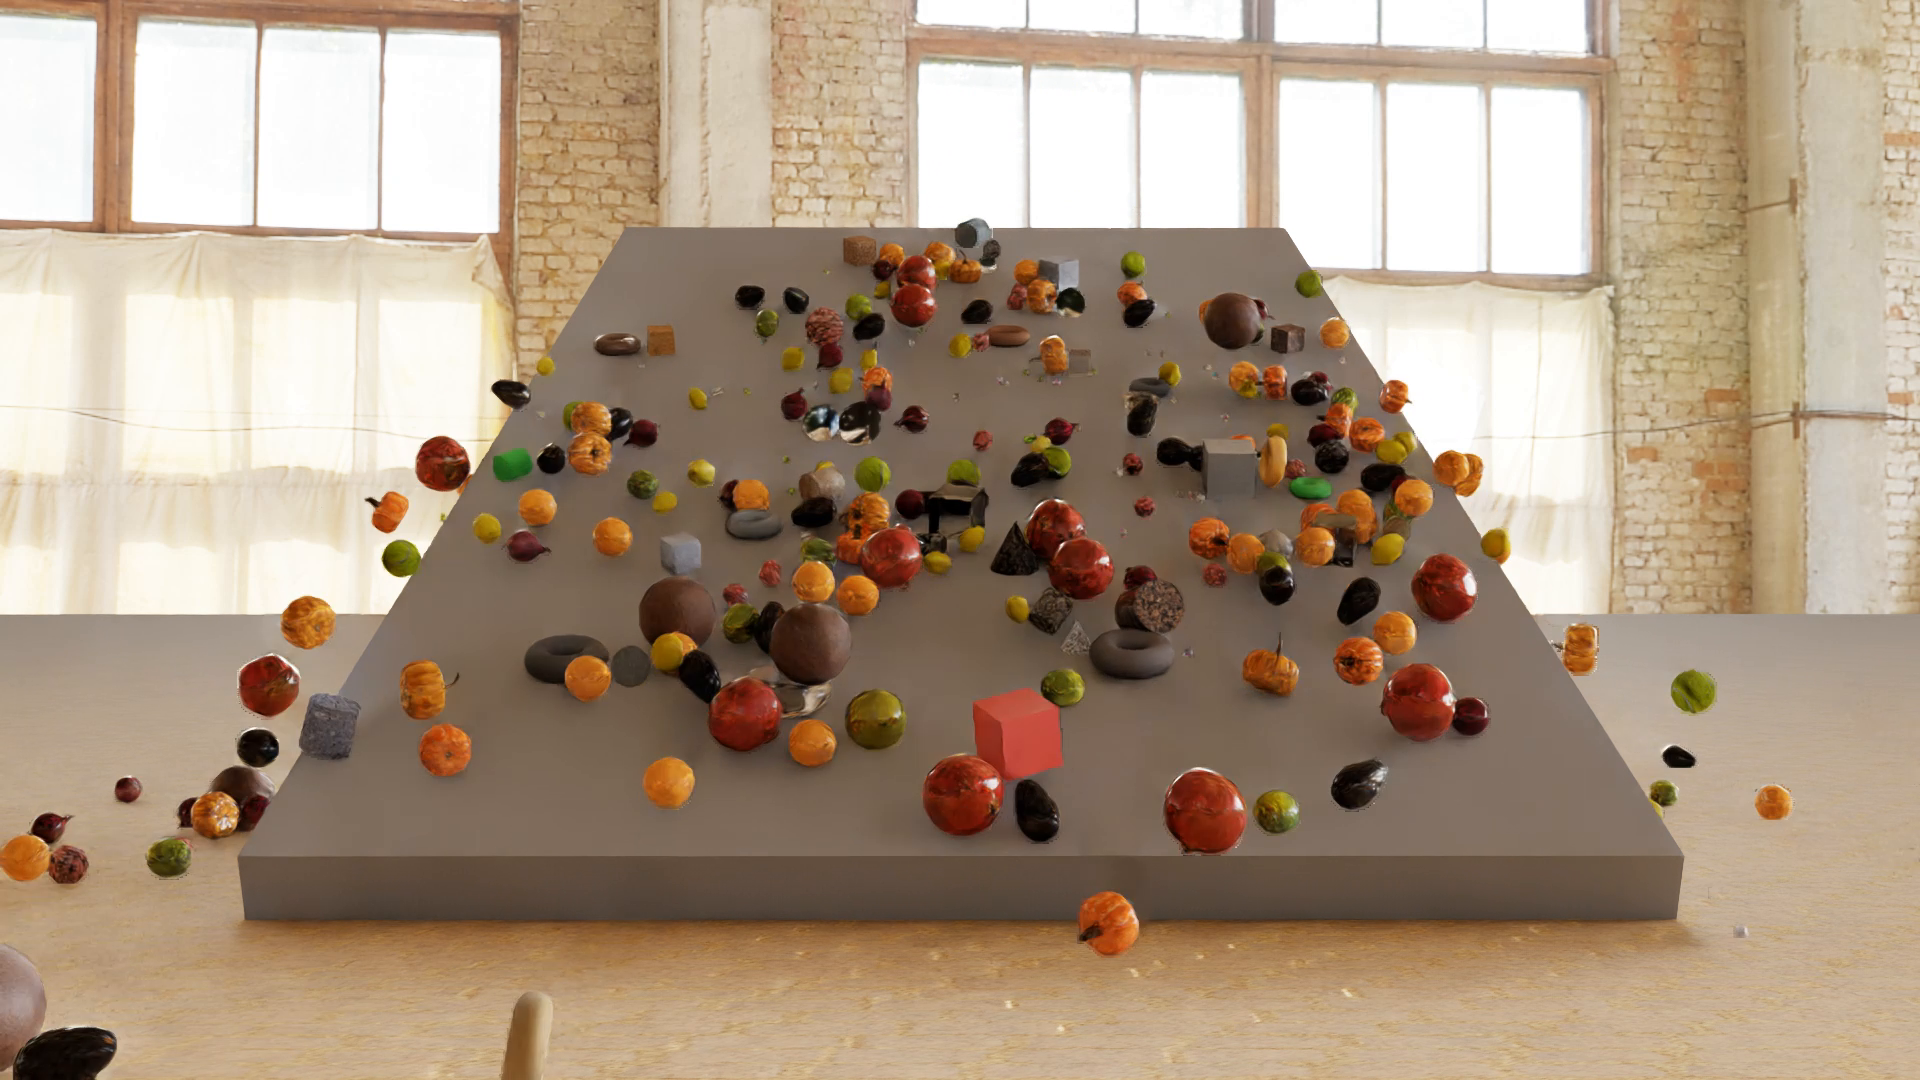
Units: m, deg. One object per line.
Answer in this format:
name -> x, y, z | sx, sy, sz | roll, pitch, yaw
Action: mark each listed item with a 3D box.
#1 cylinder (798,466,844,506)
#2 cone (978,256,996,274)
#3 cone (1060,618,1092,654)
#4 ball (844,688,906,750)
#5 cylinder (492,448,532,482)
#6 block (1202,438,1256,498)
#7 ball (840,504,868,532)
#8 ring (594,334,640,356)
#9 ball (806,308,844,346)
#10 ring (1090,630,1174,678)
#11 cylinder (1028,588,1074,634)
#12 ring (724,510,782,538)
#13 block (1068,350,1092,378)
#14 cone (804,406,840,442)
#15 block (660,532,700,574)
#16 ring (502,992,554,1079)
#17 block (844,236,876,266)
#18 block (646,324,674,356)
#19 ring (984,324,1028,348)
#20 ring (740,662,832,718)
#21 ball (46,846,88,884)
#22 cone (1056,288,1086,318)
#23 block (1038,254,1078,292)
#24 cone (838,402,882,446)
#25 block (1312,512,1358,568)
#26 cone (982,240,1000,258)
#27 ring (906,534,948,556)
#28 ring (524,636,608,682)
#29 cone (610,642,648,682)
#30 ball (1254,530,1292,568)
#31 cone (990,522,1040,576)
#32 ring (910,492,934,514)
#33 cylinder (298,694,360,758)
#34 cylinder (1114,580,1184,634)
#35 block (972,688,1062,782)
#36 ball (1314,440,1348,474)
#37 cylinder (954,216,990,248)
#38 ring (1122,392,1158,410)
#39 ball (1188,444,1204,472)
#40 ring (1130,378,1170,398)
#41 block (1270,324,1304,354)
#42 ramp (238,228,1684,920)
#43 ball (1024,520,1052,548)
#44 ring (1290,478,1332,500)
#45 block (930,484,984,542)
cylinder -> -0.275, -0.108, 4.518 | 0.065, 0.065, 0.065 | -19, 12, -42
cone -> 0.079, -0.765, 6.360 | 0.050, 0.050, 0.050 | 0, -7, 9
cone -> 0.197, 0.157, 3.819 | 0.054, 0.054, 0.054 | 0, 20, 0
ball -> -0.128, 0.272, 3.447 | 0.094, 0.094, 0.094 | 0, -2, 0
cylinder -> -0.916, -0.154, 4.646 | 0.057, 0.057, 0.057 | -2, 16, 46
block -> 0.541, -0.144, 4.576 | 0.095, 0.095, 0.095 | 0, 20, 0
ball -> -0.204, -0.043, 4.354 | 0.056, 0.056, 0.056 | 0, -2, 0
ring -> -0.838, -0.478, 5.559 | 0.113, 0.038, 0.113 | 1, 19, 0
ball -> -0.333, -0.523, 5.582 | 0.095, 0.095, 0.095 | 0, -2, 0
ring -> 0.285, 0.187, 3.750 | 0.139, 0.046, 0.139 | 0, 20, 0
cylinder -> 0.155, 0.121, 3.868 | 0.057, 0.057, 0.057 | 30, -24, 15
ring -> -0.397, -0.030, 4.348 | 0.110, 0.037, 0.110 | 1, 17, 0
block -> 0.283, -0.417, 5.376 | 0.052, 0.052, 0.052 | 2, 20, 5
cone -> -0.295, -0.248, 4.938 | 0.080, 0.080, 0.080 | 0, -7, 6
block -> -0.515, 0.023, 4.177 | 0.054, 0.054, 0.054 | -14, 24, -33
ring -> -0.376, 0.444, 1.974 | 0.034, 0.102, 0.102 | 10, -3, -8
block -> -0.283, -0.819, 6.438 | 0.069, 0.069, 0.069 | -14, 24, -33
block -> -0.732, -0.487, 5.549 | 0.060, 0.060, 0.060 | -5, 21, -13
ring -> 0.116, -0.507, 5.640 | 0.111, 0.037, 0.111 | -1, 21, 0
ring -> -0.277, 0.237, 3.608 | 0.145, 0.048, 0.145 | 1, 22, 0
ball -> -1.407, 0.512, 3.580 | 0.061, 0.061, 0.061 | 0, -2, 0
cone -> 0.276, -0.608, 5.917 | 0.080, 0.080, 0.080 | 0, -7, -15
block -> 0.267, -0.726, 6.177 | 0.077, 0.077, 0.077 | -18, 27, -41
cone -> -0.203, -0.243, 4.915 | 0.096, 0.096, 0.096 | 0, -7, 14
block -> 0.696, -0.001, 4.216 | 0.076, 0.076, 0.076 | 5, 21, 13
cone -> 0.103, -0.825, 6.517 | 0.057, 0.057, 0.057 | -1, -10, 29
ring -> -0.062, 0.010, 4.257 | 0.079, 0.026, 0.079 | 1, 20, 0
ring -> -0.646, 0.195, 3.727 | 0.137, 0.046, 0.137 | 0, 19, 0
cone -> -0.526, 0.209, 3.709 | 0.067, 0.067, 0.067 | -1, -18, 19
ball -> 0.577, 0.017, 4.176 | 0.070, 0.070, 0.070 | 0, -2, 0
cone -> 0.101, 0.007, 4.169 | 0.092, 0.092, 0.092 | 0, 20, 0
ring -> -0.062, -0.073, 4.480 | 0.076, 0.025, 0.076 | 3, 23, -1
cylinder -> -0.949, 0.280, 3.418 | 0.076, 0.076, 0.076 | 15, 8, -2
cylinder -> 0.319, 0.118, 3.828 | 0.090, 0.090, 0.090 | 1, -9, -18
block -> 0.084, 0.286, 3.347 | 0.094, 0.094, 0.094 | -13, 20, -23
ball -> 0.766, -0.171, 4.686 | 0.071, 0.071, 0.071 | 0, -2, 0
cylinder -> 0.036, -0.899, 6.643 | 0.078, 0.078, 0.078 | -1, 17, 31
ring -> 0.408, -0.315, 5.136 | 0.083, 0.028, 0.083 | 1, 20, 0
ball -> 0.499, -0.170, 4.701 | 0.056, 0.056, 0.056 | 0, -2, 0
ring -> 0.436, -0.349, 5.224 | 0.094, 0.031, 0.094 | 1, 20, 0
block -> 0.805, -0.494, 5.578 | 0.058, 0.058, 0.058 | -15, 25, -35
ramp -> -0.005, -0.209, 5.031 | 2.000, 0.100, 4.000 | 0, 20, 0
ball -> 0.147, -0.012, 4.273 | 0.055, 0.055, 0.055 | 0, -2, 0
ring -> 0.705, -0.104, 4.565 | 0.087, 0.029, 0.087 | 0, 19, 0
block -> -0.006, -0.052, 4.344 | 0.082, 0.082, 0.082 | 7, 21, 18
